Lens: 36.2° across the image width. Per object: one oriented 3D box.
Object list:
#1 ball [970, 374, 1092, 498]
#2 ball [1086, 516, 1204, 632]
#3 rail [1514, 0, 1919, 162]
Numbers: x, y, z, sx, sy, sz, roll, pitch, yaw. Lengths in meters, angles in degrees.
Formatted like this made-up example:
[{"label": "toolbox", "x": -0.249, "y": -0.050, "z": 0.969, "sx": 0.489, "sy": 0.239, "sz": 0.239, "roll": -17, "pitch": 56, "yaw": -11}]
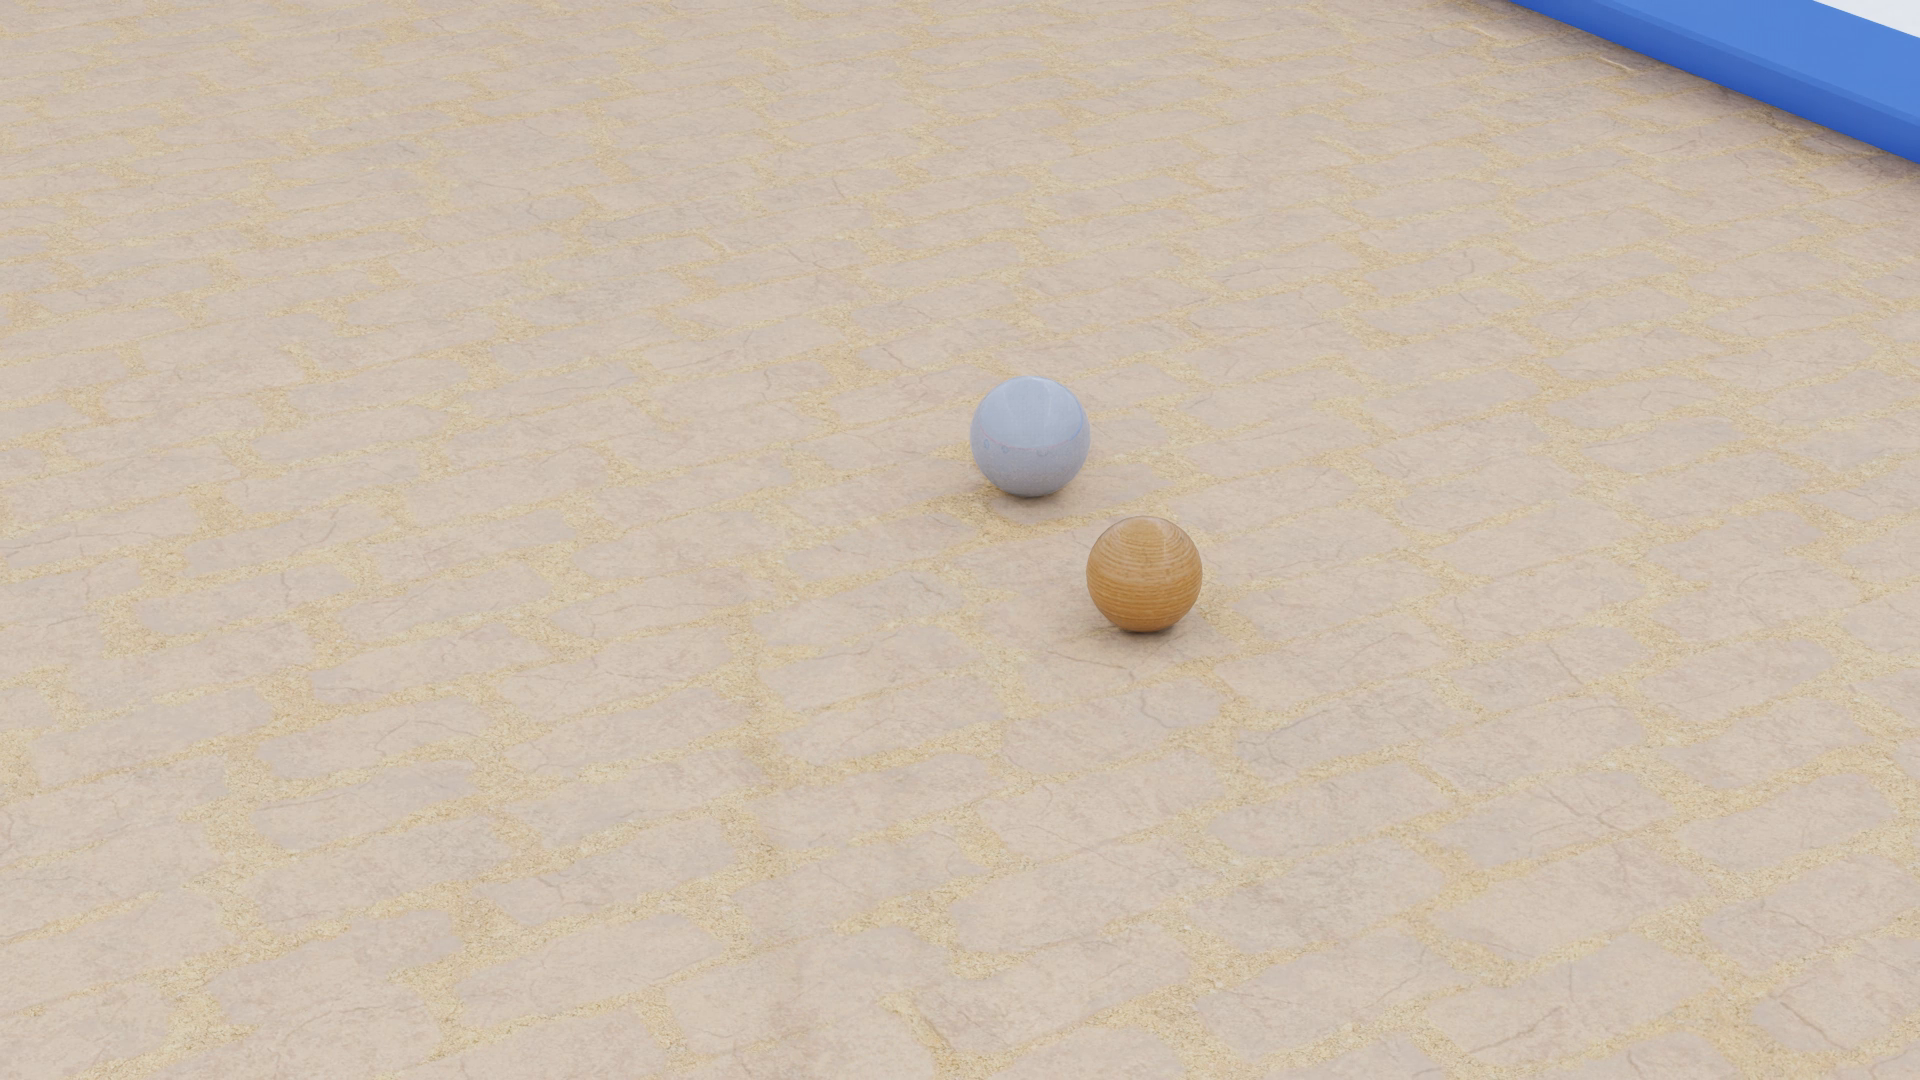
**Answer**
[{"label": "ball", "x": 0.050, "y": -0.073, "z": 2.077, "sx": 0.086, "sy": 0.086, "sz": 0.086, "roll": 0, "pitch": 27, "yaw": 0}, {"label": "ball", "x": 0.119, "y": 0.022, "z": 1.903, "sx": 0.076, "sy": 0.076, "sz": 0.076, "roll": 0, "pitch": 27, "yaw": 0}, {"label": "rail", "x": 0.512, "y": -0.673, "z": 3.218, "sx": 0.045, "sy": 0.112, "sz": 3.957, "roll": -15, "pitch": 31, "yaw": -26}]
